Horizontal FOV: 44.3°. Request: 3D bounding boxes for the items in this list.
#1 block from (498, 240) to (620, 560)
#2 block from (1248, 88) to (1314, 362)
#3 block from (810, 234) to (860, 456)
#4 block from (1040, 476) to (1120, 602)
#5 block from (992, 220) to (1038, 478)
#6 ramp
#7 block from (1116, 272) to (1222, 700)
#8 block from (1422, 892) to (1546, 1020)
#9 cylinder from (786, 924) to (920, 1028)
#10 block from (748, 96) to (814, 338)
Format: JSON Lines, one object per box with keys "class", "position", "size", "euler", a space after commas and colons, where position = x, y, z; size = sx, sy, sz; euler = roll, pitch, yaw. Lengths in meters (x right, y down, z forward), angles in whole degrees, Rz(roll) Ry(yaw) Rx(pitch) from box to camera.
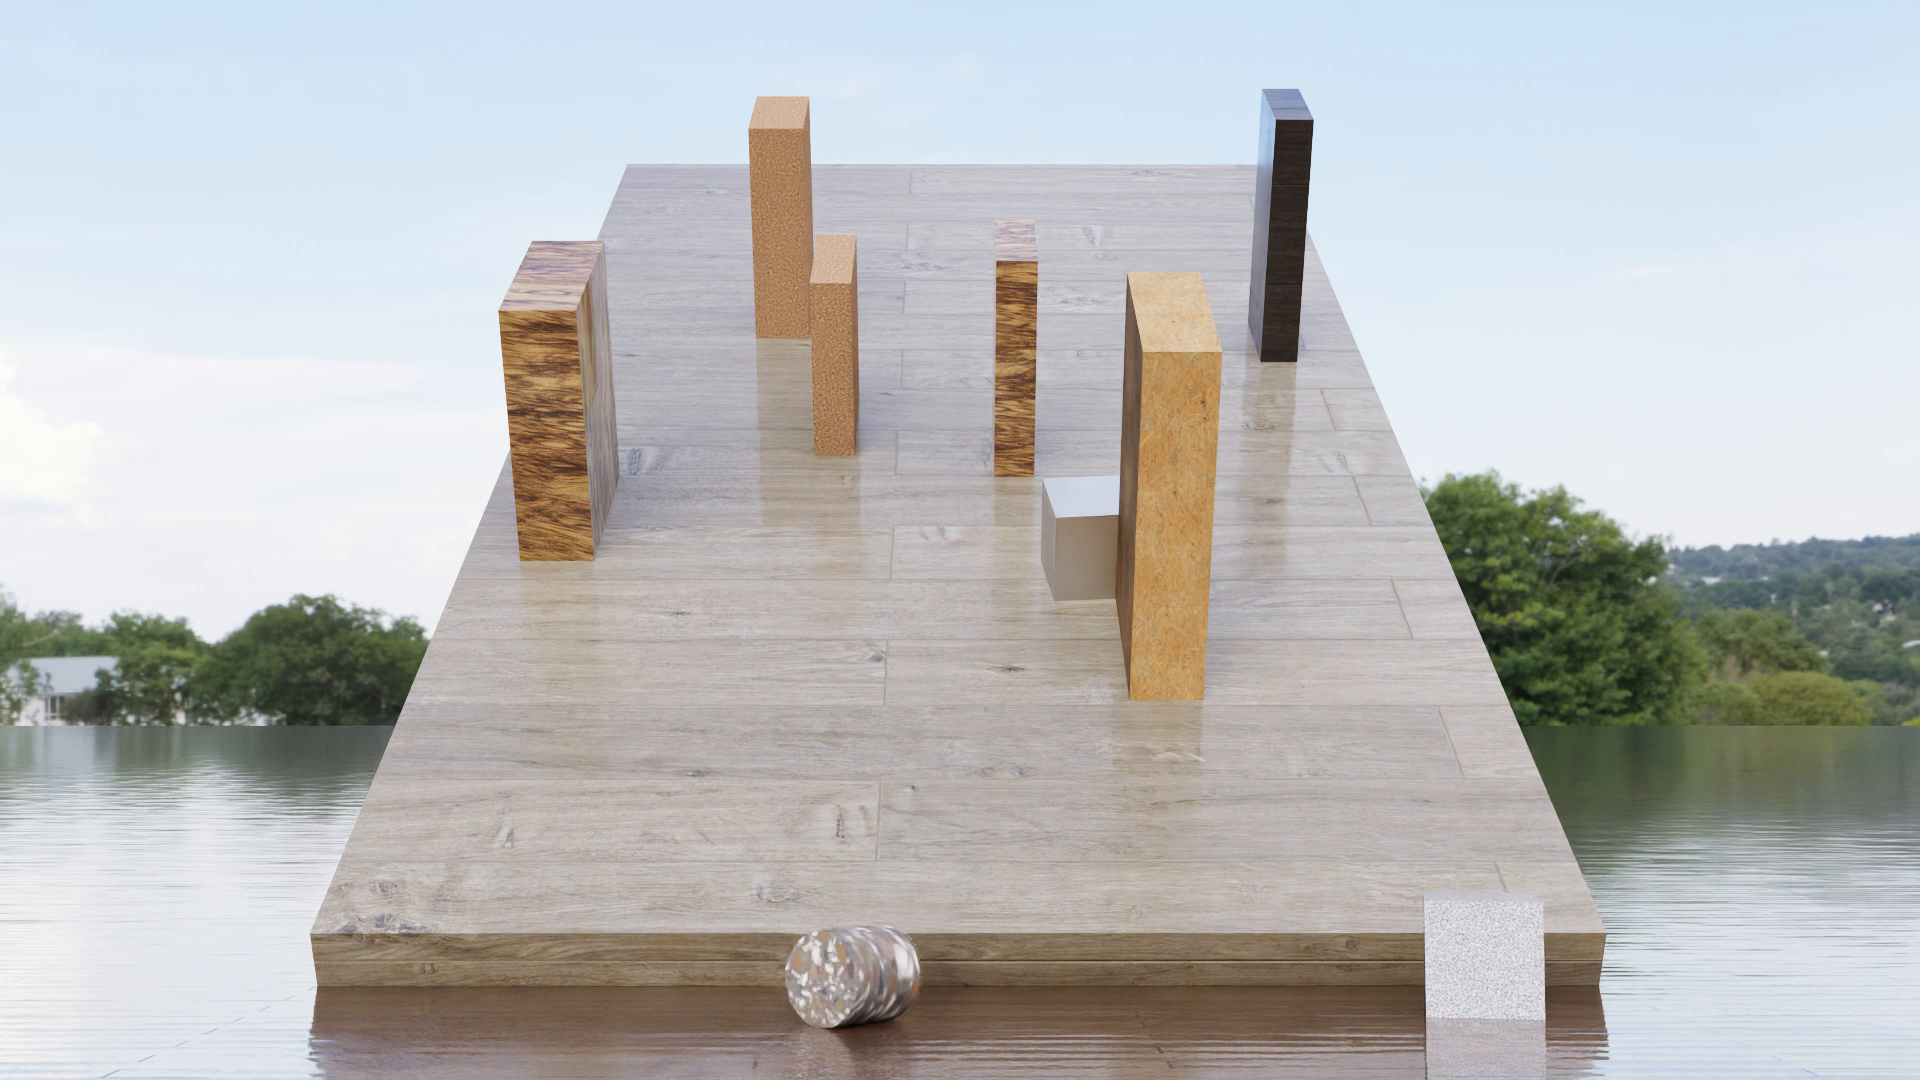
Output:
{"class": "block", "position": [-0.817, -0.291, 4.848], "size": [0.150, 0.540, 0.415], "euler": [0, 26, 0]}
{"class": "block", "position": [0.780, -0.767, 5.753], "size": [0.090, 0.607, 0.271], "euler": [0, 26, 0]}
{"class": "block", "position": [-0.280, -0.441, 5.309], "size": [0.089, 0.407, 0.324], "euler": [0, 26, 0]}
{"class": "block", "position": [0.265, -0.005, 4.677], "size": [0.182, 0.182, 0.182], "euler": [-3, 26, -6]}
{"class": "block", "position": [0.118, -0.421, 5.167], "size": [0.087, 0.498, 0.274], "euler": [0, 26, 0]}
{"class": "ramp", "position": [-0.010, -0.229, 5.452], "size": [2.000, 0.100, 4.000], "euler": [0, 26, 0]}
{"class": "block", "position": [0.375, -0.101, 4.311], "size": [0.134, 0.678, 0.400], "euler": [0, 26, 0]}
{"class": "block", "position": [0.745, 0.591, 3.365], "size": [0.162, 0.162, 0.162], "euler": [-1, -4, 10]}
{"class": "cylinder", "position": [-0.147, 0.597, 3.228], "size": [0.130, 0.130, 0.130], "euler": [-4, -6, 39]}
{"class": "block", "position": [-0.444, -0.810, 5.912], "size": [0.132, 0.538, 0.289], "euler": [0, 26, 0]}
